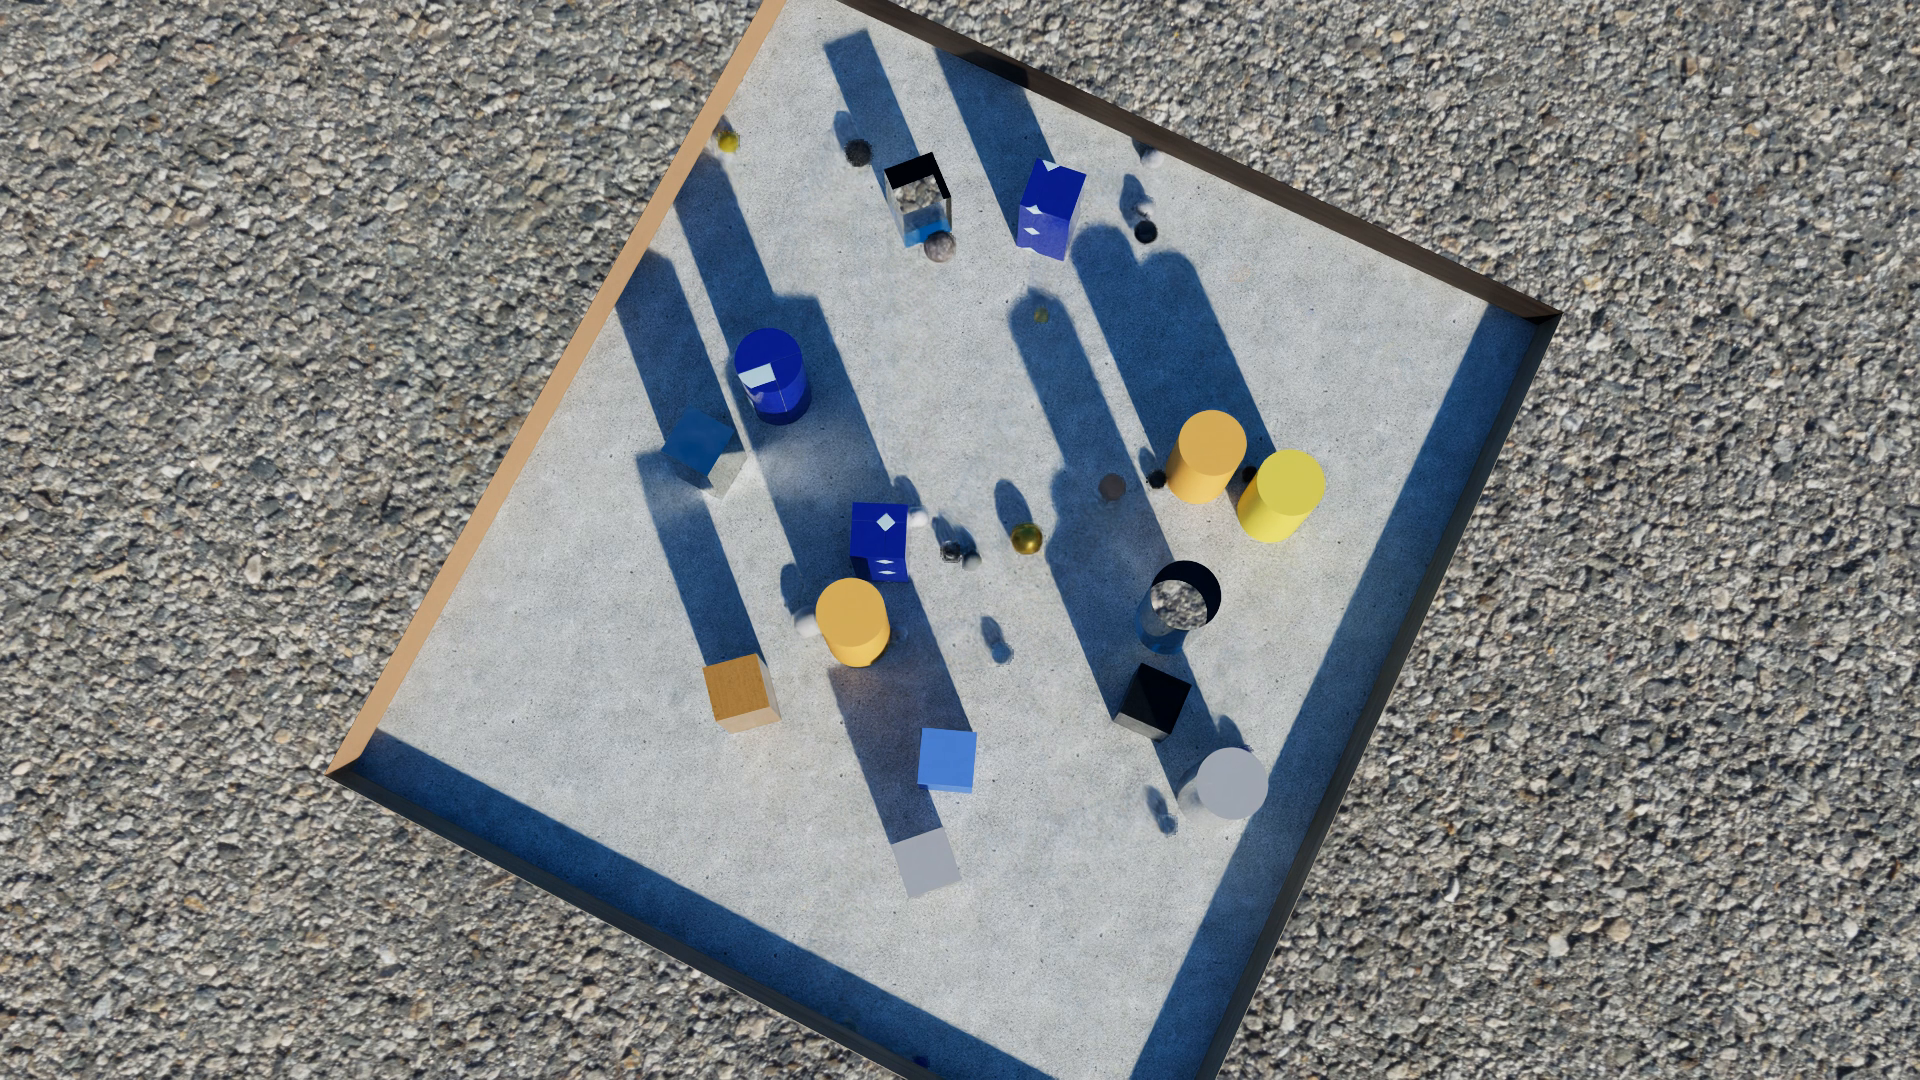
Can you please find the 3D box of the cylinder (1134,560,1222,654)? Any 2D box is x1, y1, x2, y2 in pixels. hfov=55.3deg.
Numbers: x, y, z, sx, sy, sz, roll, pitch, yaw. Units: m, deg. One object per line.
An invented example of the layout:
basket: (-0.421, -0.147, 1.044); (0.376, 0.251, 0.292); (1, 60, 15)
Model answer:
cylinder: (0.628, 0.202, 5.327); (0.197, 0.486, 0.197); (0, 78, 0)

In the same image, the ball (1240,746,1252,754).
ball: (0.841, 0.647, 5.450); (0.064, 0.064, 0.064); (0, 78, 0)

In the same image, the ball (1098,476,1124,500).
ball: (0.463, -0.159, 5.609); (0.079, 0.079, 0.079); (0, 78, 0)

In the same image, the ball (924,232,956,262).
ball: (-0.064, -0.921, 5.757); (0.098, 0.098, 0.098); (0, 78, 0)

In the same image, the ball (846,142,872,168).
ball: (-0.323, -1.227, 5.829); (0.082, 0.082, 0.082); (0, 78, 0)

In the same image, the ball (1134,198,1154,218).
ball: (0.585, -1.053, 5.803); (0.062, 0.062, 0.062); (0, 78, 0)

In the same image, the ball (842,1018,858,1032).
ball: (-0.321, 1.408, 5.301); (0.047, 0.047, 0.047); (0, 78, 0)

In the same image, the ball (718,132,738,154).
ball: (-0.739, -1.267, 5.846); (0.065, 0.065, 0.065); (0, 78, 0)

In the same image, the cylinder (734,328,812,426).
cylinder: (-0.560, -0.488, 5.532); (0.197, 0.365, 0.197); (0, 78, 0)

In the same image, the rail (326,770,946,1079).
rail: (-0.644, 1.269, 5.288); (2.690, 0.128, 0.045); (26, 80, 5)

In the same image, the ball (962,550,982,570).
ball: (0.038, 0.062, 5.574); (0.058, 0.058, 0.058); (0, 78, 0)

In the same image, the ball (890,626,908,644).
ball: (-0.183, 0.286, 5.532); (0.051, 0.051, 0.051); (0, 78, 0)

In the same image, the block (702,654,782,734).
block: (-0.631, 0.451, 5.339); (0.157, 0.360, 0.157); (-15, 79, -3)

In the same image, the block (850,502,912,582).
block: (-0.231, 0.011, 5.416); (0.157, 0.387, 0.157); (2, 78, 0)

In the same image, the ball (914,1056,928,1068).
ball: (-0.114, 1.511, 5.281); (0.044, 0.044, 0.044); (0, 78, 0)

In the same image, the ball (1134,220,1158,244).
ball: (0.586, -0.972, 5.779); (0.076, 0.076, 0.076); (0, 78, 0)

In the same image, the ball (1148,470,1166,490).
ball: (0.606, -0.184, 5.626); (0.056, 0.056, 0.056); (0, 78, 0)

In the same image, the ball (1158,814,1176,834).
ball: (0.611, 0.840, 5.414); (0.057, 0.057, 0.057); (0, 78, 0)

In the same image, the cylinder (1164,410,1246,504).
cylinder: (0.731, -0.244, 5.481); (0.197, 0.365, 0.197); (0, 78, 0)

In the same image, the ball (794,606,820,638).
ball: (-0.455, 0.247, 5.517); (0.094, 0.094, 0.094); (0, 78, 0)

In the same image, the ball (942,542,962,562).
ball: (-0.025, 0.035, 5.579); (0.059, 0.059, 0.059); (0, 78, 0)

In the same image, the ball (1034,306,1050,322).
ball: (0.256, -0.707, 5.739); (0.047, 0.047, 0.047); (0, 78, 0)

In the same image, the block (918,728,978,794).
block: (-0.036, 0.646, 5.352); (0.157, 0.257, 0.157); (5, 78, 1)

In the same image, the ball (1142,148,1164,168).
ball: (0.614, -1.217, 5.835); (0.065, 0.065, 0.065); (0, 78, 0)

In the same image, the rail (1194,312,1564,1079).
rail: (1.182, 0.585, 5.429); (0.045, 0.128, 2.929); (26, 80, 5)

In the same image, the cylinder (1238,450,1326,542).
cylinder: (0.950, -0.126, 5.448); (0.197, 0.382, 0.197); (0, 78, 0)

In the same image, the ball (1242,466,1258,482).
ball: (0.893, -0.201, 5.631); (0.053, 0.053, 0.053); (0, 78, 0)

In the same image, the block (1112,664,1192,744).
block: (0.562, 0.481, 5.383); (0.157, 0.262, 0.157); (24, 79, 5)

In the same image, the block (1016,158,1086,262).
block: (0.279, -1.014, 5.651); (0.157, 0.344, 0.157); (19, 79, 4)

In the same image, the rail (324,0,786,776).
rail: (-1.182, -0.572, 5.669); (0.045, 0.128, 2.929); (26, 80, 5)

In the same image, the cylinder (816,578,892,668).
cylinder: (-0.307, 0.246, 5.349); (0.197, 0.425, 0.197); (0, 78, 0)

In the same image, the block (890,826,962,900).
block: (-0.095, 0.934, 5.285); (0.157, 0.271, 0.157); (-19, 79, -4)

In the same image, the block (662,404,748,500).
block: (-0.764, -0.257, 5.503); (0.157, 0.328, 0.157); (29, 80, 6)

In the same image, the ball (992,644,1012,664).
ball: (0.124, 0.344, 5.515); (0.060, 0.060, 0.060); (0, 78, 0)

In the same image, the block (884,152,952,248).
block: (-0.128, -1.053, 5.691); (0.157, 0.281, 0.157); (-21, 79, -4)

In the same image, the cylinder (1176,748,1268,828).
cylinder: (0.742, 0.712, 5.228); (0.197, 0.473, 0.197); (0, 78, 0)

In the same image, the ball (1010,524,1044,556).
ball: (0.203, -0.002, 5.567); (0.098, 0.098, 0.098); (0, 78, 0)

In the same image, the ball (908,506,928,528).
ball: (-0.132, -0.071, 5.597); (0.068, 0.068, 0.068); (0, 78, 0)

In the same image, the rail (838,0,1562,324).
rail: (0.644, -1.255, 5.810); (2.690, 0.128, 0.045); (26, 80, 5)
